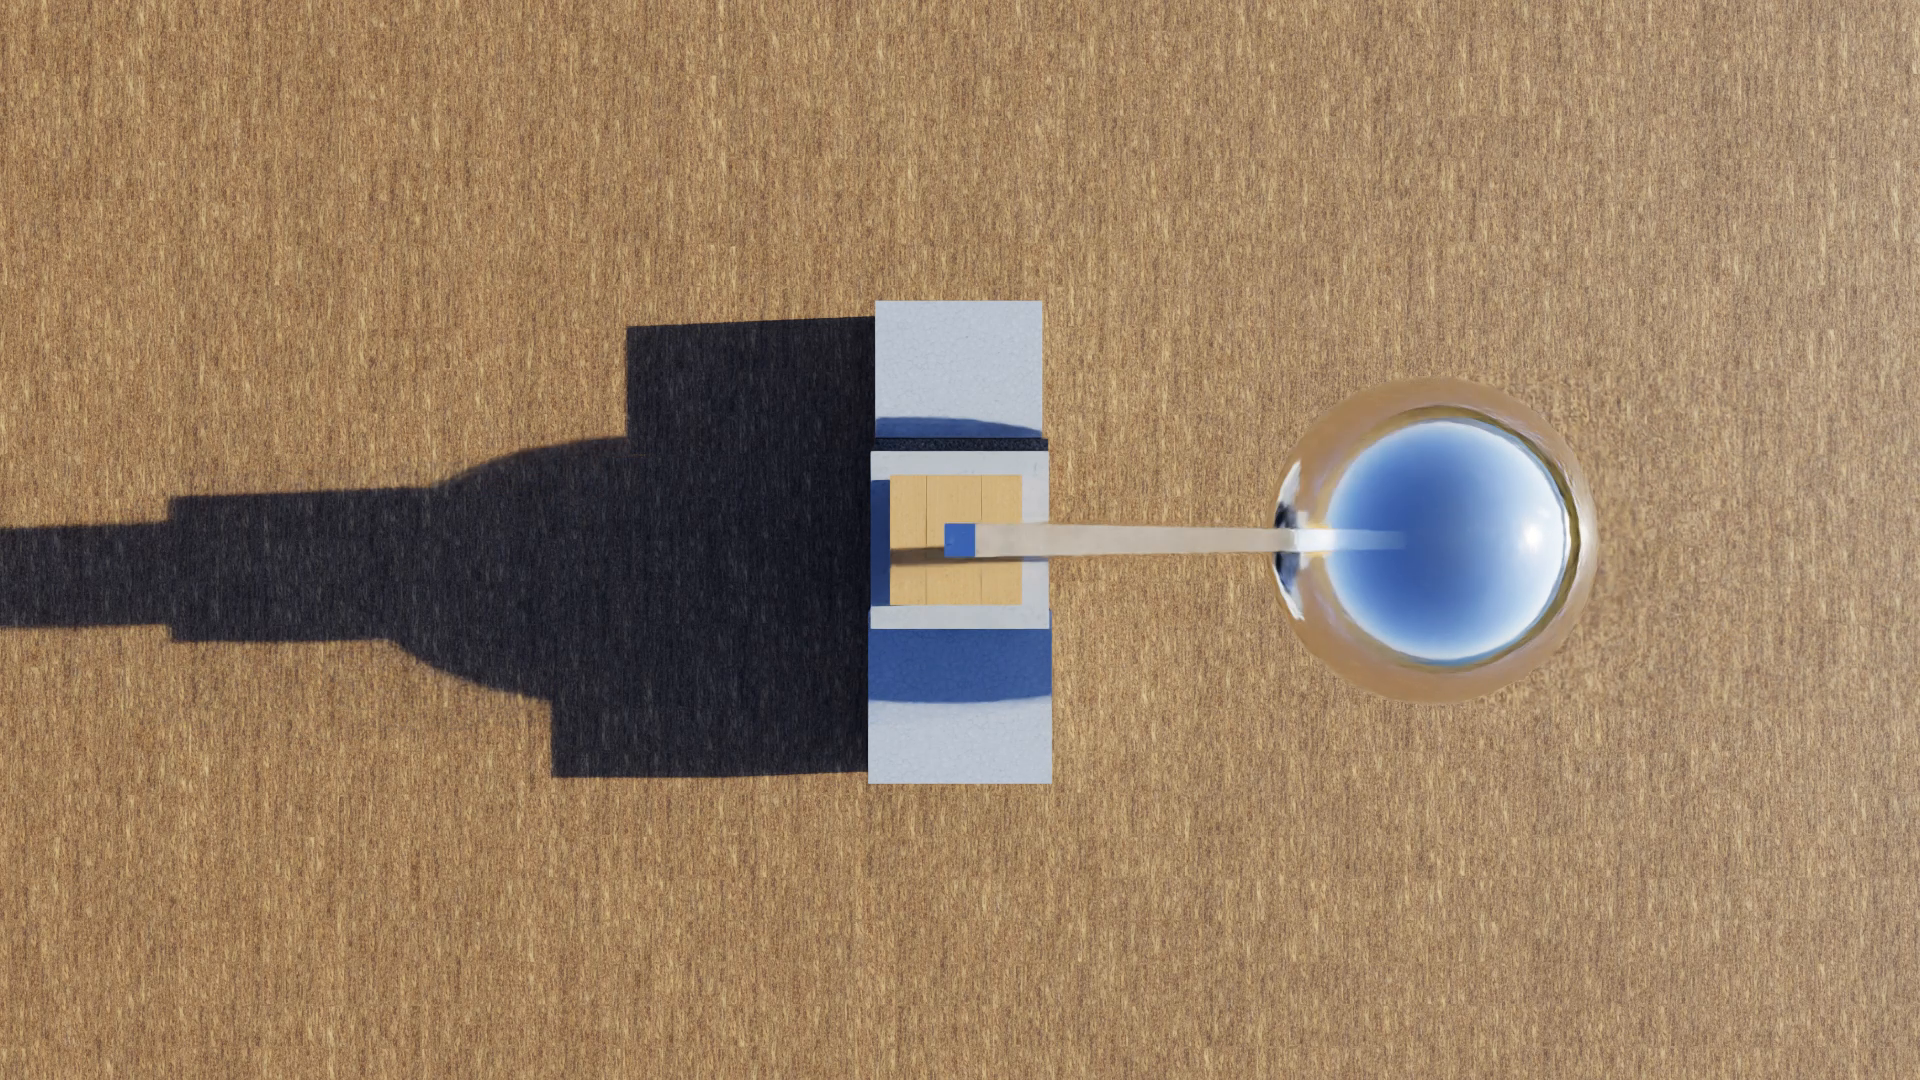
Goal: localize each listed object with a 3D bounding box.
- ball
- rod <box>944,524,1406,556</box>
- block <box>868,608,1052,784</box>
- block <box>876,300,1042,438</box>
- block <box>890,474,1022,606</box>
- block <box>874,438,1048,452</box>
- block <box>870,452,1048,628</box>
[{"bbox_3d":[2.295,0.000,10.756,1.600,1.600,1.600,0,90,0],"label":"ball"},{"bbox_3d":[0.994,0.000,7.614,0.080,5.200,0.080,0,90,22],"label":"rod"},{"bbox_3d":[0.000,0.855,12.487,1.000,1.026,0.943,0,90,0],"label":"block"},{"bbox_3d":[-0.007,-0.947,12.598,0.925,0.803,0.759,0,90,0],"label":"block"},{"bbox_3d":[-0.018,0.000,10.376,0.601,0.712,0.593,0,90,0],"label":"block"},{"bbox_3d":[0.008,-0.092,12.555,0.956,0.890,0.932,0,90,0],"label":"block"},{"bbox_3d":[-0.001,0.000,11.107,0.869,0.750,0.866,0,90,0],"label":"block"}]
